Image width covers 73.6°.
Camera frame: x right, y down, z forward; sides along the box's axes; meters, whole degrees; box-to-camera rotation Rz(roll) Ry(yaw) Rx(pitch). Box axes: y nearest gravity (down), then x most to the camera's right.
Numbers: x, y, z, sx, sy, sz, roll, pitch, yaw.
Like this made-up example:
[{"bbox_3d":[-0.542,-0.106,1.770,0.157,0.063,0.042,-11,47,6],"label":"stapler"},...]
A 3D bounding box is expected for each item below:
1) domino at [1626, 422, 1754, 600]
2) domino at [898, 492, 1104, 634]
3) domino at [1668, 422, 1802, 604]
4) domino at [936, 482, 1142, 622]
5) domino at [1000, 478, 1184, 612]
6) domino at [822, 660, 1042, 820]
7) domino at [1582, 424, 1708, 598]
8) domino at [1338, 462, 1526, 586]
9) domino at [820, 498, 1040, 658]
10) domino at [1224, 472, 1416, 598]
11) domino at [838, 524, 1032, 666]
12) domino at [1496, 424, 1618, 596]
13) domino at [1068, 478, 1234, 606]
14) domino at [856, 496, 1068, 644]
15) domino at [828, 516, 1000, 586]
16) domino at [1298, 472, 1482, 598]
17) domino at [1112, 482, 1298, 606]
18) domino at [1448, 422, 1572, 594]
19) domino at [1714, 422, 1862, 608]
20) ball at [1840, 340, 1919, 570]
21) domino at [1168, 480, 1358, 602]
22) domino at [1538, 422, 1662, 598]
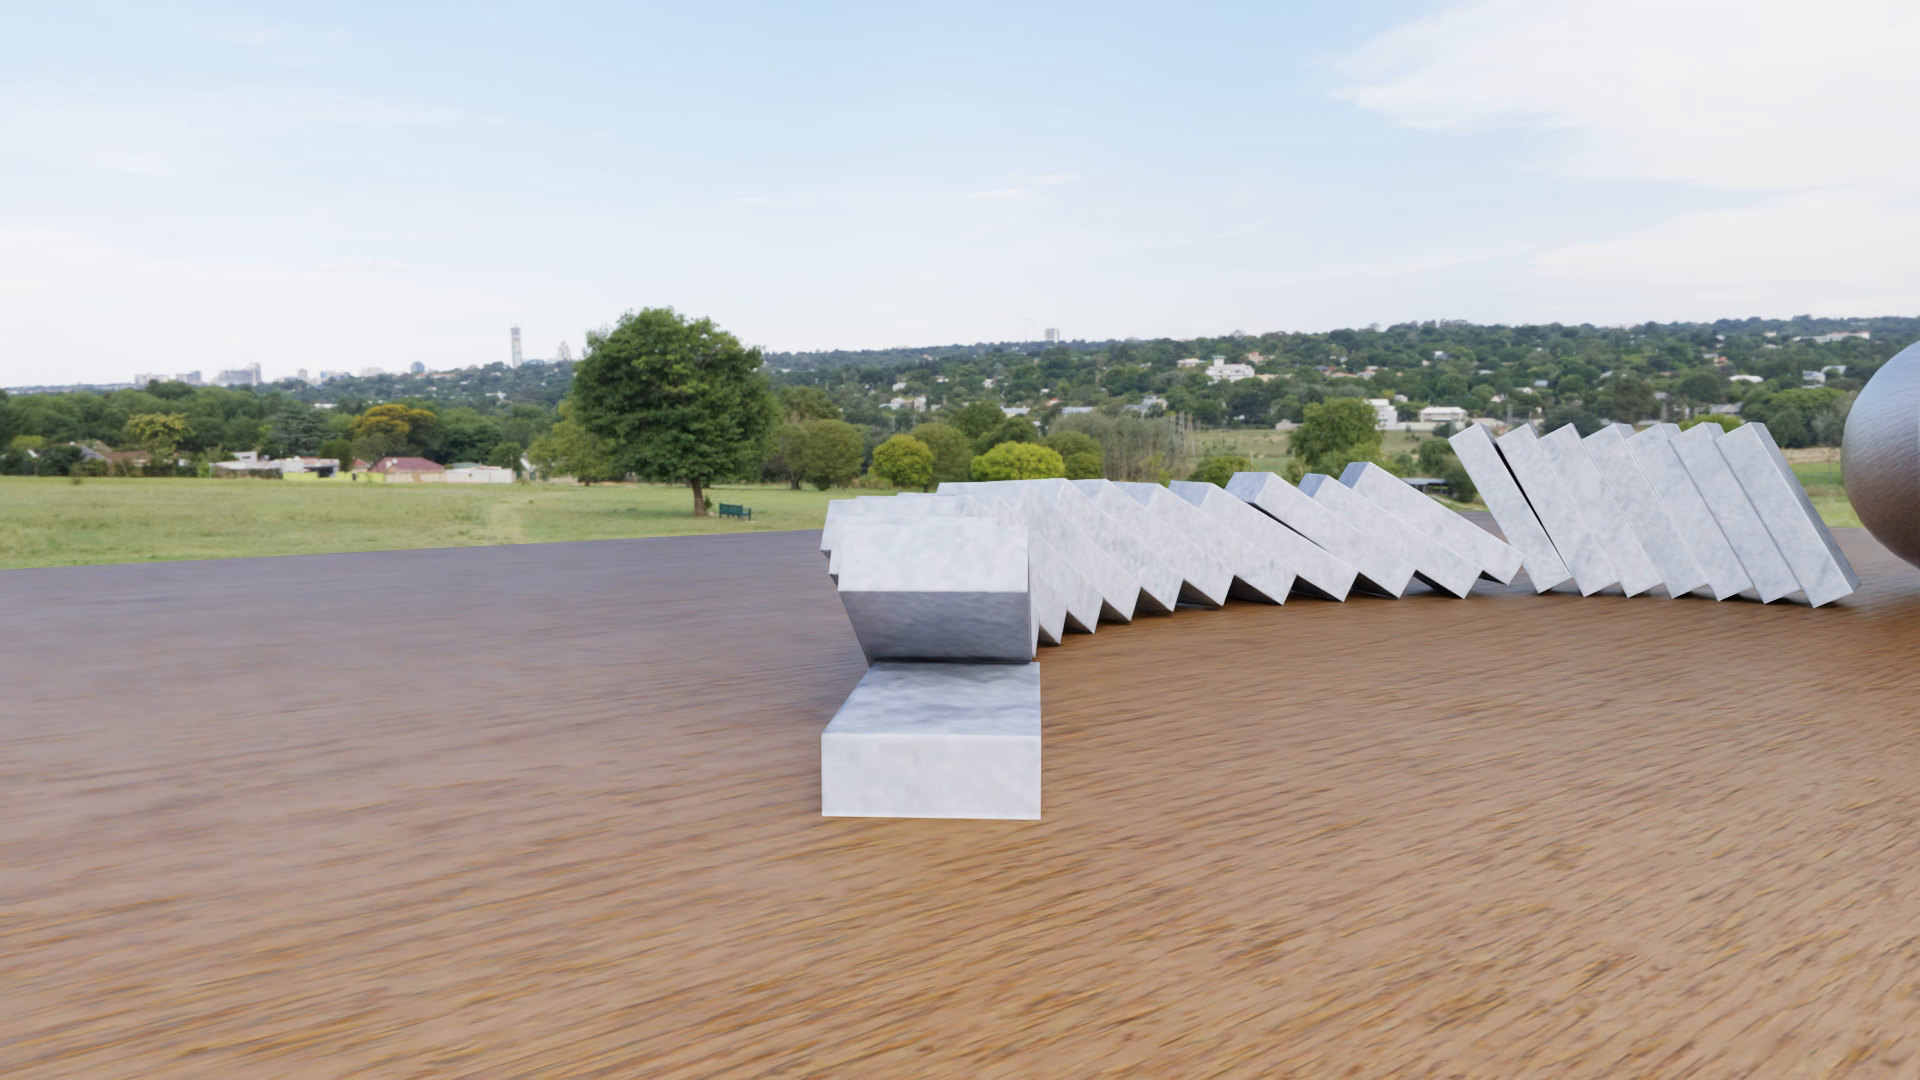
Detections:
[{"bbox_3d":[0.207,-0.009,0.361,0.009,0.050,0.025,-33,-17,36],"label":"domino"},{"bbox_3d":[0.009,0.006,0.278,0.025,0.009,0.050,3,-24,35],"label":"domino"},{"bbox_3d":[0.215,-0.008,0.353,0.010,0.050,0.025,-33,-18,36],"label":"domino"},{"bbox_3d":[0.018,0.003,0.295,0.025,0.010,0.050,1,-27,41],"label":"domino"},{"bbox_3d":[0.029,0.002,0.310,0.025,0.010,0.050,0,-28,46],"label":"domino"},{"bbox_3d":[-0.002,0.025,0.171,0.025,0.009,0.050,0,4,3],"label":"domino"},{"bbox_3d":[0.197,-0.009,0.366,0.009,0.050,0.025,-33,-16,34],"label":"domino"},{"bbox_3d":[0.133,-0.005,0.366,0.050,0.010,0.025,31,5,2],"label":"domino"},{"bbox_3d":[-0.004,0.008,0.236,0.025,0.009,0.050,0,-26,19],"label":"domino"},{"bbox_3d":[0.099,-0.002,0.358,0.050,0.009,0.025,32,-3,-11],"label":"domino"},{"bbox_3d":[-0.002,0.012,0.193,0.025,0.009,0.050,0,-23,4],"label":"domino"},{"bbox_3d":[0.172,-0.009,0.370,0.009,0.050,0.025,-30,-10,26],"label":"domino"},{"bbox_3d":[0.044,0.001,0.325,0.050,0.010,0.025,32,-17,-31],"label":"domino"},{"bbox_3d":[0.001,0.007,0.258,0.025,0.010,0.050,1,-25,28],"label":"domino"},{"bbox_3d":[-0.003,0.011,0.215,0.025,0.010,0.050,1,-23,9],"label":"domino"},{"bbox_3d":[0.120,-0.002,0.364,0.050,0.010,0.025,31,5,-1],"label":"domino"},{"bbox_3d":[0.062,0.001,0.340,0.050,0.009,0.025,30,-9,-24],"label":"domino"},{"bbox_3d":[0.160,-0.010,0.373,0.009,0.050,0.025,-32,-13,25],"label":"domino"},{"bbox_3d":[0.223,-0.008,0.346,0.009,0.050,0.025,-33,-17,36],"label":"domino"},{"bbox_3d":[0.304,-0.025,0.373,0.080,0.080,0.080,0,4,0],"label":"ball"},{"bbox_3d":[0.081,0.000,0.351,0.050,0.010,0.025,29,-4,-16],"label":"domino"},{"bbox_3d":[0.183,-0.009,0.368,0.010,0.050,0.025,-30,-10,26],"label":"domino"}]
